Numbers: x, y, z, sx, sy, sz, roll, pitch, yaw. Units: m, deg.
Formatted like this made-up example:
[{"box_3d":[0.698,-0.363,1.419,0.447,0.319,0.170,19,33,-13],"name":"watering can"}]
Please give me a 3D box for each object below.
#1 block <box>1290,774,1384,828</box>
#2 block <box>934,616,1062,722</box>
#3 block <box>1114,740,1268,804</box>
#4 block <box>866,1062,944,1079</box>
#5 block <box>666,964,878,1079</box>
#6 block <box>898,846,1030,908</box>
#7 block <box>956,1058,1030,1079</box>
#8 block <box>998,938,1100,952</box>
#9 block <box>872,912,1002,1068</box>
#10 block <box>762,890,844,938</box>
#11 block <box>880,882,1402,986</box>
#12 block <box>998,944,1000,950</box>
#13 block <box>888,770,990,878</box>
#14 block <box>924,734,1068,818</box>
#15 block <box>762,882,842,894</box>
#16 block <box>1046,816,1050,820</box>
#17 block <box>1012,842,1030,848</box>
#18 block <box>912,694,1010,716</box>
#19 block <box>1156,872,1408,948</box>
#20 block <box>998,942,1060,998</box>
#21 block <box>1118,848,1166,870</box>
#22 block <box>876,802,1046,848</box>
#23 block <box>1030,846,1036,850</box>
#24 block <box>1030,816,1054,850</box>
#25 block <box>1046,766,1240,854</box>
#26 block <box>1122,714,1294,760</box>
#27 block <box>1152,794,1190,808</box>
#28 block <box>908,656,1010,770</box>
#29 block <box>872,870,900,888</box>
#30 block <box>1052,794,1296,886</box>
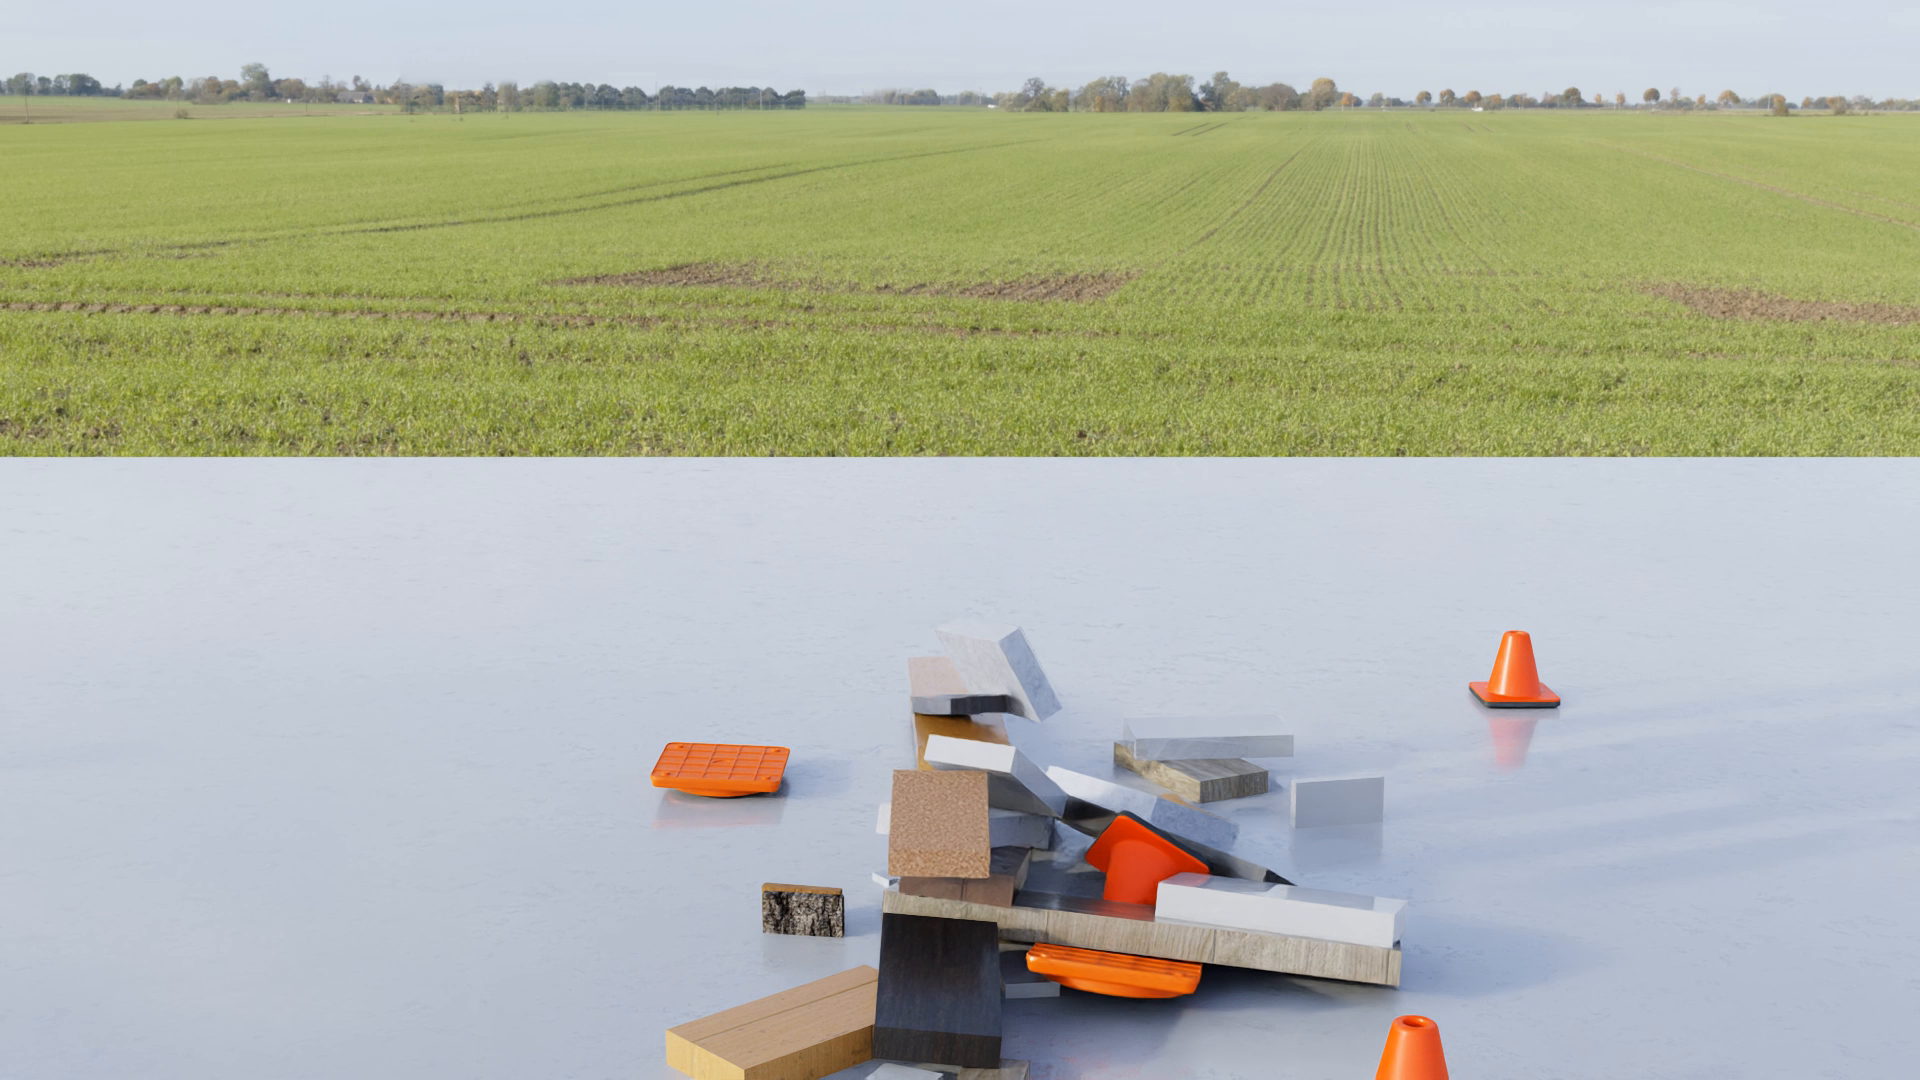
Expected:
[{"box_3d":[0.692,0.478,4.035,0.172,0.086,0.024,-2,11,-13],"name":"block"},{"box_3d":[0.070,0.248,4.273,0.050,0.177,0.355,-32,12,-17],"name":"block"},{"box_3d":[0.450,0.446,4.325,0.156,0.044,0.312,-5,12,-27],"name":"block"},{"box_3d":[-0.098,0.729,2.853,0.086,0.024,0.173,5,12,25],"name":"block"},{"box_3d":[-0.210,0.680,3.046,0.353,0.050,0.176,-9,14,-42],"name":"block"},{"box_3d":[0.012,0.512,3.421,0.169,0.048,0.338,7,0,6],"name":"block"},{"box_3d":[0.036,0.725,2.877,0.086,0.024,0.173,2,11,11],"name":"block"},{"box_3d":[0.138,0.619,3.448,0.161,0.023,0.081,0,11,0],"name":"block"},{"box_3d":[-0.031,0.625,3.077,0.169,0.048,0.338,5,16,-2],"name":"block"},{"box_3d":[-0.248,0.592,3.481,0.129,0.064,0.018,2,11,9],"name":"block"},{"box_3d":[0.275,0.589,3.329,0.768,0.050,0.176,5,-1,10],"name":"block"},{"box_3d":[-0.001,0.642,3.220,0.086,0.024,0.173,6,22,10],"name":"block"},{"box_3d":[-0.031,0.428,3.346,0.148,0.042,0.296,1,17,-1],"name":"block"},{"box_3d":[0.062,0.390,3.614,0.148,0.042,0.296,6,-18,22],"name":"block"},{"box_3d":[-0.252,0.586,3.516,0.129,0.064,0.018,2,11,13],"name":"block"},{"box_3d":[0.110,0.471,3.966,0.113,0.032,0.225,10,7,11],"name":"block"},{"box_3d":[0.069,0.514,3.776,0.095,0.014,0.048,9,-4,-14],"name":"block"},{"box_3d":[-0.002,0.320,4.294,0.113,0.032,0.345,-3,-3,-14],"name":"block"},{"box_3d":[0.490,0.558,3.334,0.353,0.050,0.176,5,-1,18],"name":"block"},{"box_3d":[0.097,0.646,3.305,0.081,0.023,0.161,-1,11,-7],"name":"block"},{"box_3d":[0.372,0.541,3.865,0.172,0.024,0.086,-8,13,-37],"name":"block"},{"box_3d":[0.008,0.466,3.621,0.169,0.048,0.394,7,-4,18],"name":"block"},{"box_3d":[0.094,0.533,3.936,0.053,0.015,0.105,-4,11,-22],"name":"block"},{"box_3d":[0.111,0.505,3.958,0.112,0.032,0.225,9,7,5],"name":"block"},{"box_3d":[0.310,0.469,3.844,0.177,0.050,0.355,22,-7,-27],"name":"block"},{"box_3d":[0.491,0.392,4.373,0.312,0.044,0.156,-1,11,-5],"name":"block"},{"box_3d":[0.381,0.506,4.055,0.086,0.024,0.172,-2,11,-11],"name":"block"},{"box_3d":[-0.010,0.352,4.569,0.177,0.050,0.732,-1,11,-3],"name":"block"},{"box_3d":[-0.096,0.569,3.743,0.095,0.014,0.048,-8,13,-37],"name":"block"},{"box_3d":[0.350,0.518,3.668,0.481,0.042,0.148,16,-13,44],"name":"block"}]
